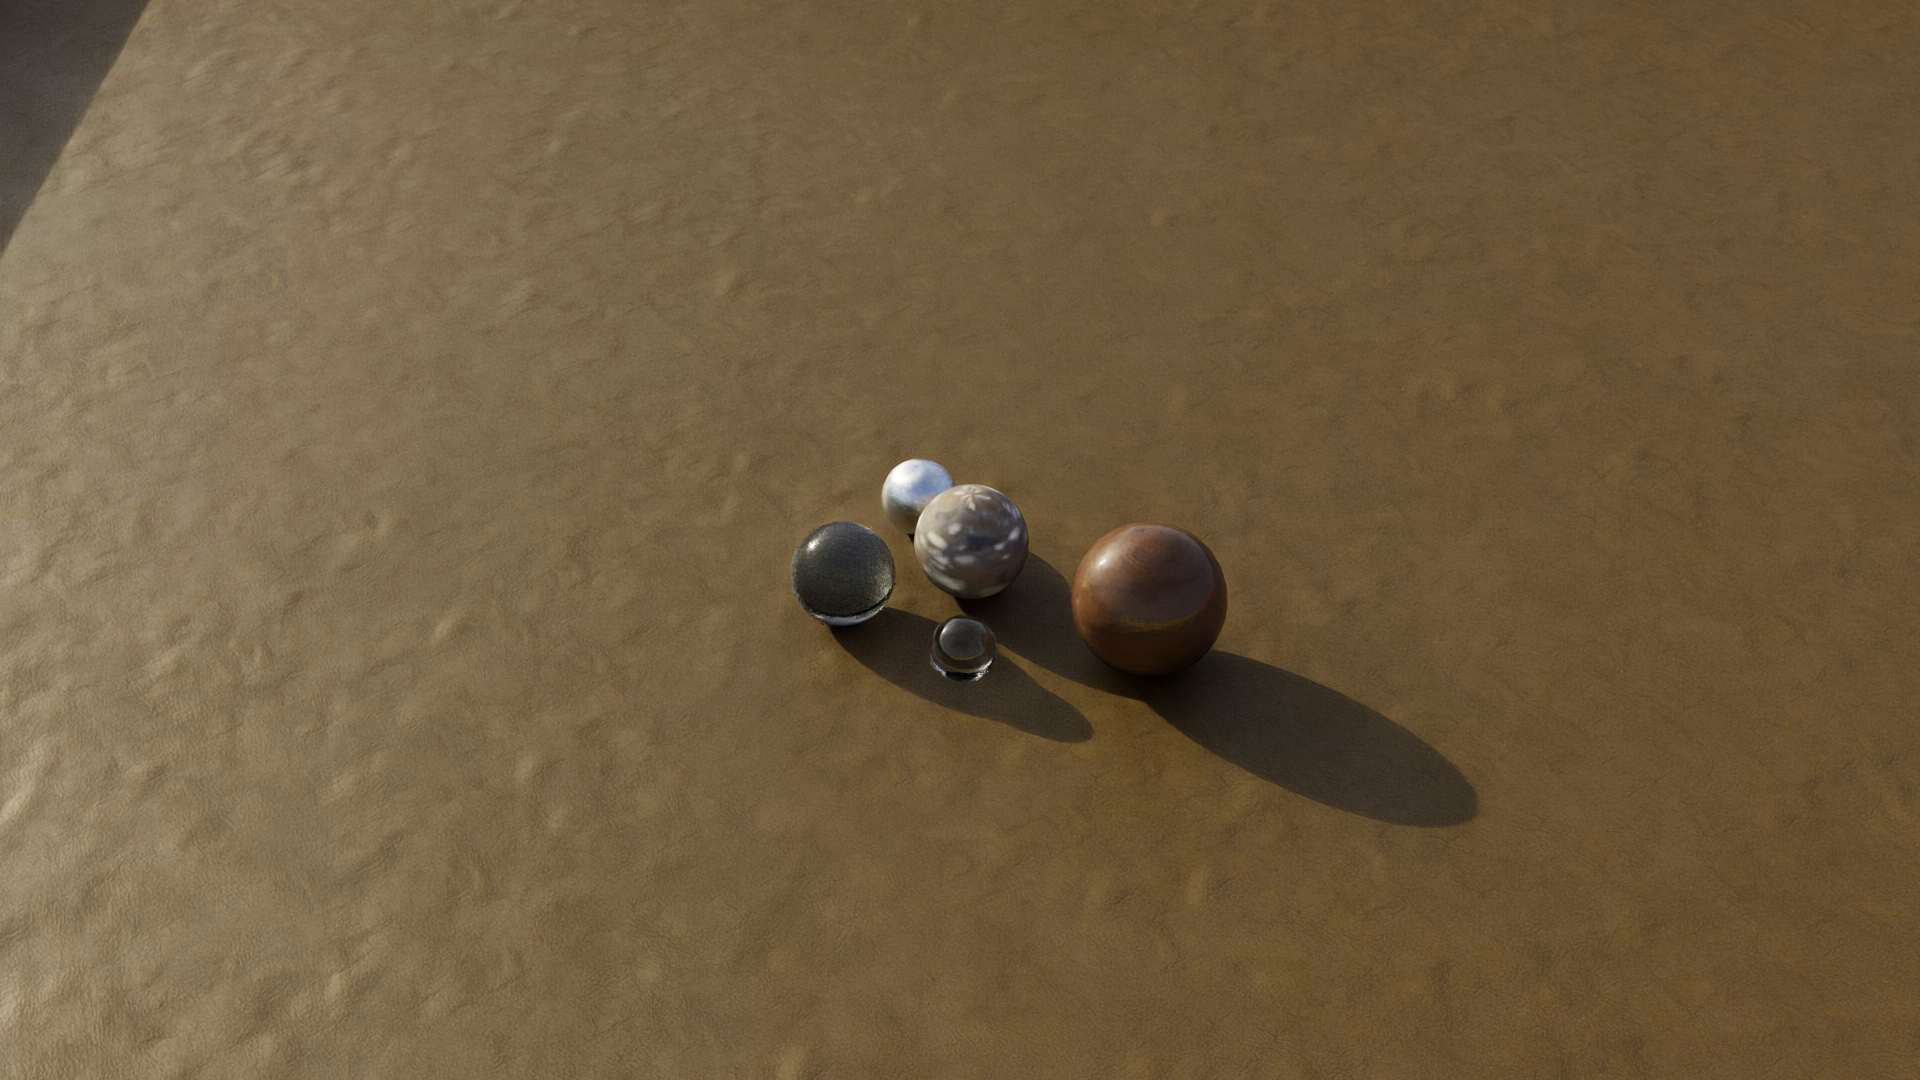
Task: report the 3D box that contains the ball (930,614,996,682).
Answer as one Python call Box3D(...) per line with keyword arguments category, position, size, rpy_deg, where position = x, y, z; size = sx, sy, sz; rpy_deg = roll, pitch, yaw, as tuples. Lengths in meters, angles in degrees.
Box3D(category="ball", position=(0.002, 0.065, 1.534), size=(0.040, 0.040, 0.040), rpy_deg=(0, 36, 0))

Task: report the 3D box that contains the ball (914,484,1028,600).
Box3D(category="ball", position=(0.007, 0.001, 1.594), size=(0.072, 0.072, 0.072), rpy_deg=(0, 36, 0))

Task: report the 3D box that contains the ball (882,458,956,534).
Box3D(category="ball", position=(-0.026, -0.028, 1.652), size=(0.050, 0.050, 0.050), rpy_deg=(0, 36, 0))

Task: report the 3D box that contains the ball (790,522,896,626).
Box3D(category="ball", position=(-0.072, 0.021, 1.573), size=(0.065, 0.065, 0.065), rpy_deg=(0, 36, 0))

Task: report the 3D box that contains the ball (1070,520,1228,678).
Box3D(category="ball", position=(0.113, 0.035, 1.529), size=(0.094, 0.094, 0.094), rpy_deg=(0, 36, 0))
